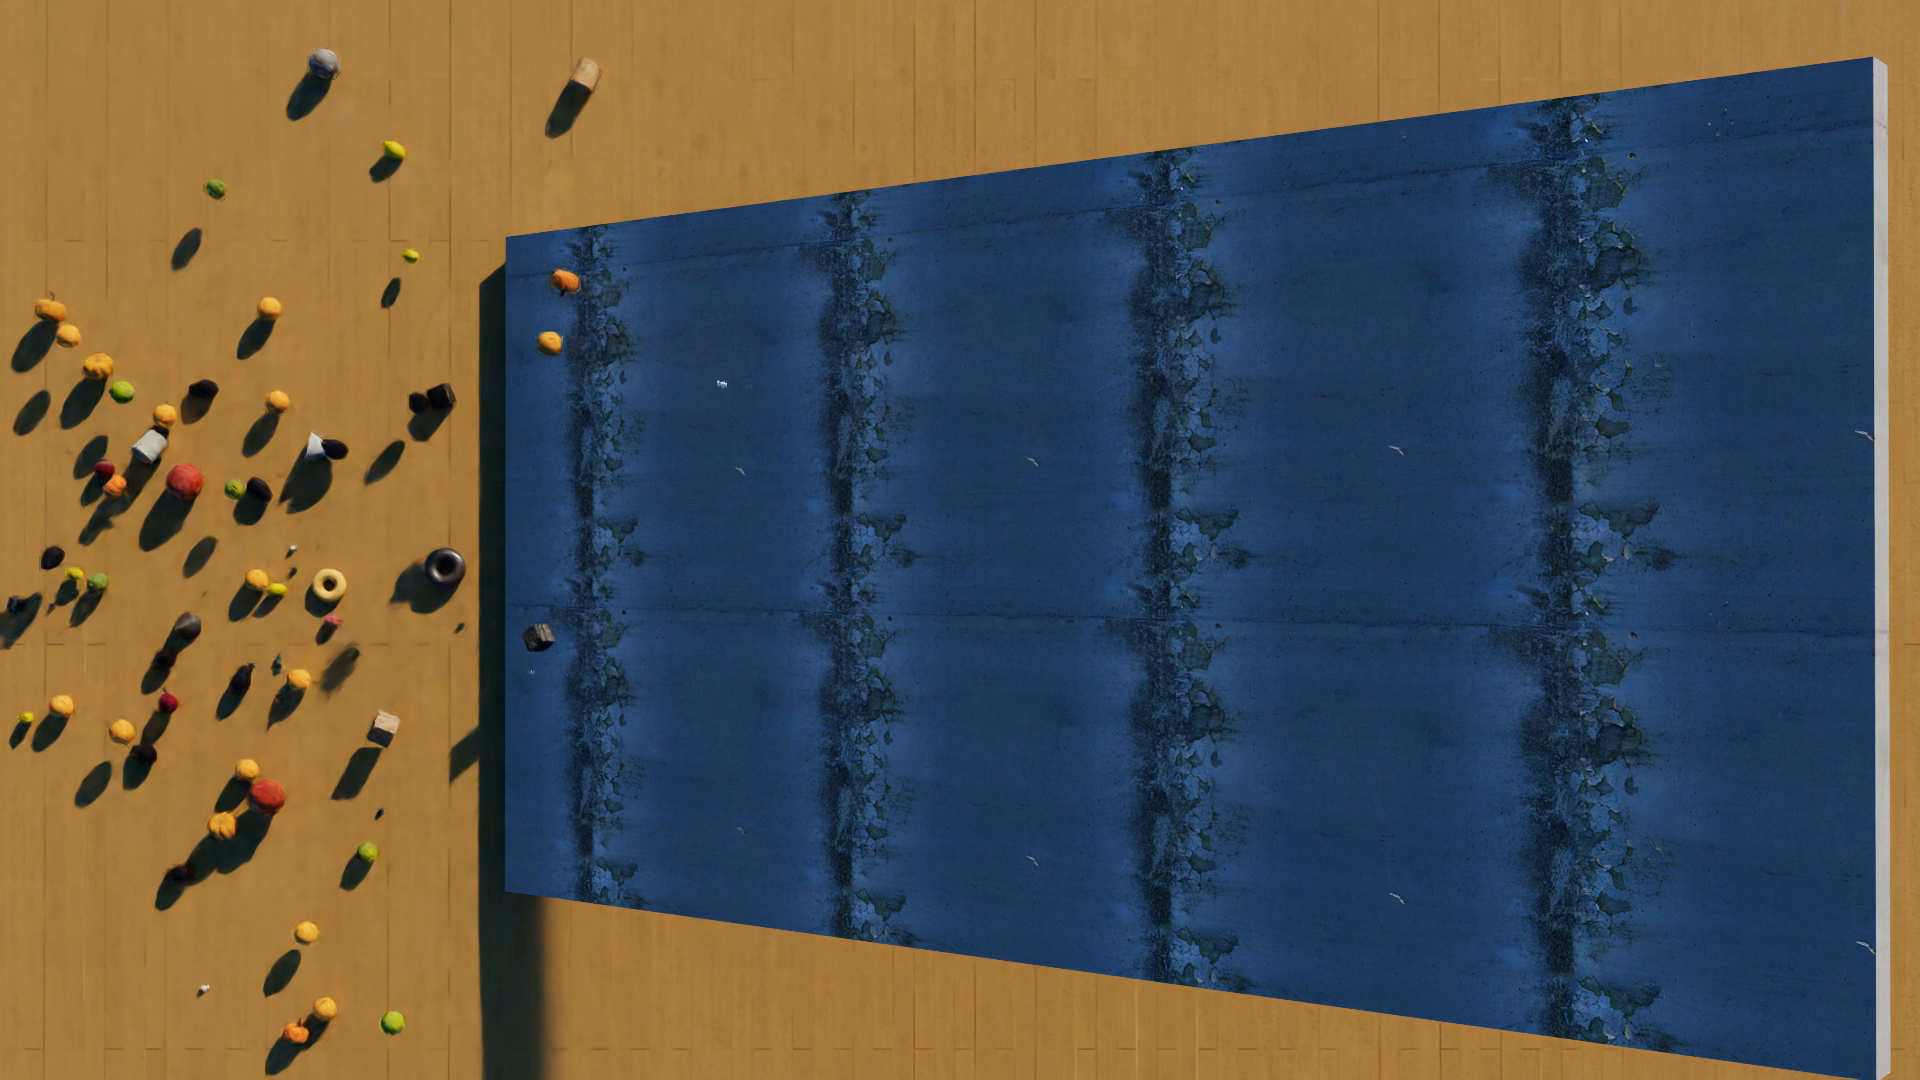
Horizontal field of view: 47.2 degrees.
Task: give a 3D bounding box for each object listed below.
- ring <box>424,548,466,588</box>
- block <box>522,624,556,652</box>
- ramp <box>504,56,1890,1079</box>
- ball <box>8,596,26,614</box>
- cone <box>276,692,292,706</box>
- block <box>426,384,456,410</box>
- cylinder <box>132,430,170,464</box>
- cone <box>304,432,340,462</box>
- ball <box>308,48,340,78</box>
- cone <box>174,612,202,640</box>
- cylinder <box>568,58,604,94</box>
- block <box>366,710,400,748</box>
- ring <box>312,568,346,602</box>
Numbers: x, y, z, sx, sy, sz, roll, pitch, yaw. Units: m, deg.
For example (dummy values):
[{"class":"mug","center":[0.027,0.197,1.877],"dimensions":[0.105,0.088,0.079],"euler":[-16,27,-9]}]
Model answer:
[{"class":"ring","center":[-1.587,0.087,6.772],"dimensions":[0.129,0.043,0.129],"euler":[1,82,-8]},{"class":"block","center":[-1.261,0.292,6.584],"dimensions":[0.060,0.060,0.060],"euler":[-36,69,32]},{"class":"ramp","center":[0.228,0.064,5.545],"dimensions":[4.000,0.100,2.000],"euler":[0,89,37]},{"class":"ball","center":[-2.907,0.199,6.774],"dimensions":[0.052,0.052,0.052],"euler":[0,90,0]},{"class":"cone","center":[-2.083,0.497,6.767],"dimensions":[0.050,0.050,0.050],"euler":[-3,104,-12]},{"class":"block","center":[-1.597,-0.441,6.771],"dimensions":[0.060,0.060,0.060],"euler":[-22,90,9]},{"class":"cylinder","center":[-2.483,-0.285,6.743],"dimensions":[0.078,0.078,0.078],"euler":[35,62,0]},{"class":"cone","center":[-1.956,-0.275,6.769],"dimensions":[0.100,0.100,0.100],"euler":[13,90,-16]},{"class":"ball","center":[-1.956,-1.466,6.766],"dimensions":[0.092,0.092,0.092],"euler":[0,90,0]},{"class":"cone","center":[-2.390,0.269,6.751],"dimensions":[0.086,0.086,0.086],"euler":[0,94,8]},{"class":"cylinder","center":[-1.150,-1.428,6.767],"dimensions":[0.079,0.079,0.079],"euler":[26,81,0]},{"class":"block","center":[-1.760,0.577,6.712],"dimensions":[0.069,0.069,0.069],"euler":[26,127,-16]},{"class":"ring","center":[-1.946,0.141,6.784],"dimensions":[0.105,0.035,0.105],"euler":[0,89,1]}]
